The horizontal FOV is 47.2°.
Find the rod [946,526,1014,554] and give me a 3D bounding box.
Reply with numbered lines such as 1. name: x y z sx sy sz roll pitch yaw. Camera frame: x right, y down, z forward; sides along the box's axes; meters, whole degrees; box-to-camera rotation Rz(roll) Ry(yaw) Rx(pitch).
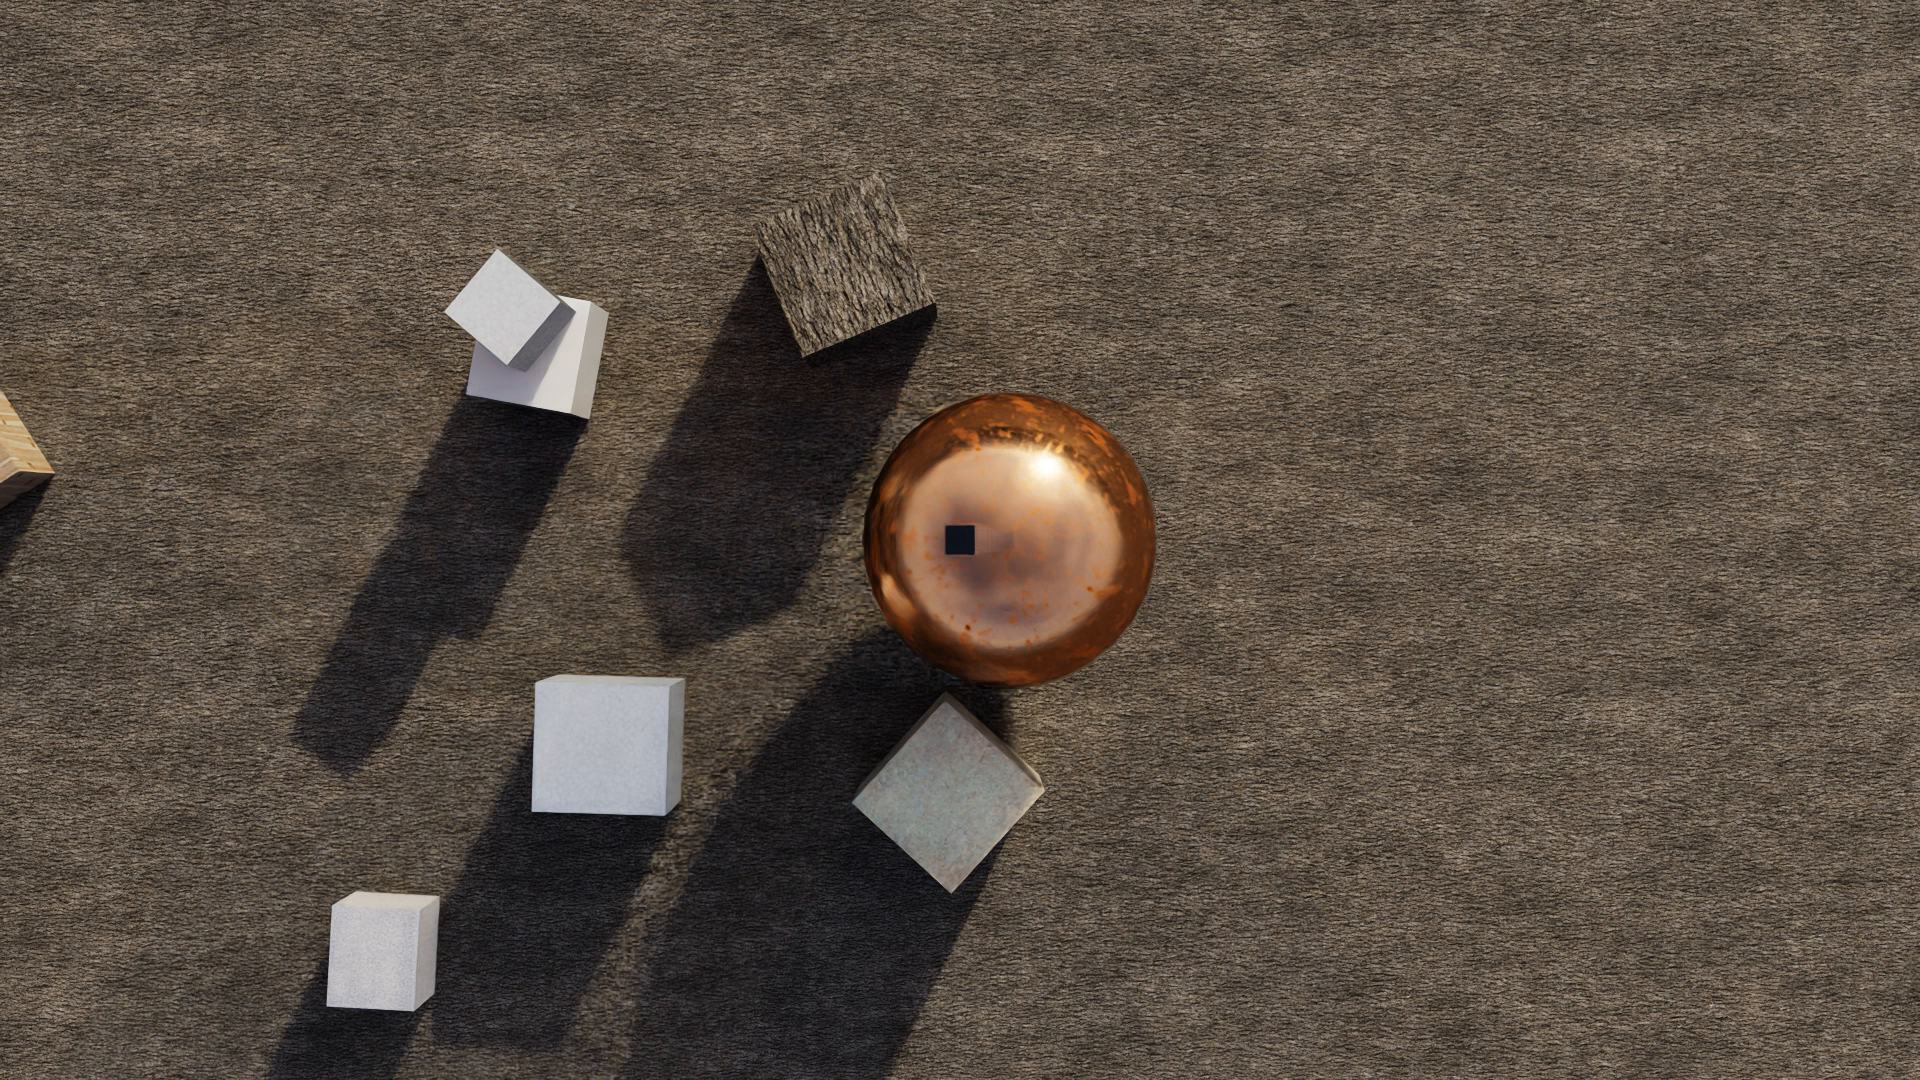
1. rod: 0.116 0.000 8.547 0.080 5.200 0.080 0 90 3

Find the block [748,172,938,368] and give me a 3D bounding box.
1. block: -0.652 -1.526 12.586 0.799 0.829 0.785 -22 90 0

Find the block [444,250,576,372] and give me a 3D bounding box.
1. block: -2.468 -1.256 12.113 0.444 0.510 0.445 40 90 0

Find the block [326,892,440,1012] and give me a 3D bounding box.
1. block: -3.339 2.379 12.755 0.499 0.490 0.576 3 90 0

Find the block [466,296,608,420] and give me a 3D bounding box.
1. block: -2.428 -1.080 12.684 0.598 0.632 0.639 10 90 0

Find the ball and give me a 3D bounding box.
1. ball: 0.268 0.000 11.944 1.600 1.600 1.600 0 90 0

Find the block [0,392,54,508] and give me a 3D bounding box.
1. block: -5.729 -0.490 12.751 0.534 0.497 0.577 -33 90 0

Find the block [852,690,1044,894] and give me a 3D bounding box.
1. block: -0.066 1.421 12.579 0.746 0.842 0.766 42 90 0

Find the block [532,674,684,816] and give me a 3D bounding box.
1. block: -2.011 1.168 12.647 0.748 0.707 0.724 2 90 0
